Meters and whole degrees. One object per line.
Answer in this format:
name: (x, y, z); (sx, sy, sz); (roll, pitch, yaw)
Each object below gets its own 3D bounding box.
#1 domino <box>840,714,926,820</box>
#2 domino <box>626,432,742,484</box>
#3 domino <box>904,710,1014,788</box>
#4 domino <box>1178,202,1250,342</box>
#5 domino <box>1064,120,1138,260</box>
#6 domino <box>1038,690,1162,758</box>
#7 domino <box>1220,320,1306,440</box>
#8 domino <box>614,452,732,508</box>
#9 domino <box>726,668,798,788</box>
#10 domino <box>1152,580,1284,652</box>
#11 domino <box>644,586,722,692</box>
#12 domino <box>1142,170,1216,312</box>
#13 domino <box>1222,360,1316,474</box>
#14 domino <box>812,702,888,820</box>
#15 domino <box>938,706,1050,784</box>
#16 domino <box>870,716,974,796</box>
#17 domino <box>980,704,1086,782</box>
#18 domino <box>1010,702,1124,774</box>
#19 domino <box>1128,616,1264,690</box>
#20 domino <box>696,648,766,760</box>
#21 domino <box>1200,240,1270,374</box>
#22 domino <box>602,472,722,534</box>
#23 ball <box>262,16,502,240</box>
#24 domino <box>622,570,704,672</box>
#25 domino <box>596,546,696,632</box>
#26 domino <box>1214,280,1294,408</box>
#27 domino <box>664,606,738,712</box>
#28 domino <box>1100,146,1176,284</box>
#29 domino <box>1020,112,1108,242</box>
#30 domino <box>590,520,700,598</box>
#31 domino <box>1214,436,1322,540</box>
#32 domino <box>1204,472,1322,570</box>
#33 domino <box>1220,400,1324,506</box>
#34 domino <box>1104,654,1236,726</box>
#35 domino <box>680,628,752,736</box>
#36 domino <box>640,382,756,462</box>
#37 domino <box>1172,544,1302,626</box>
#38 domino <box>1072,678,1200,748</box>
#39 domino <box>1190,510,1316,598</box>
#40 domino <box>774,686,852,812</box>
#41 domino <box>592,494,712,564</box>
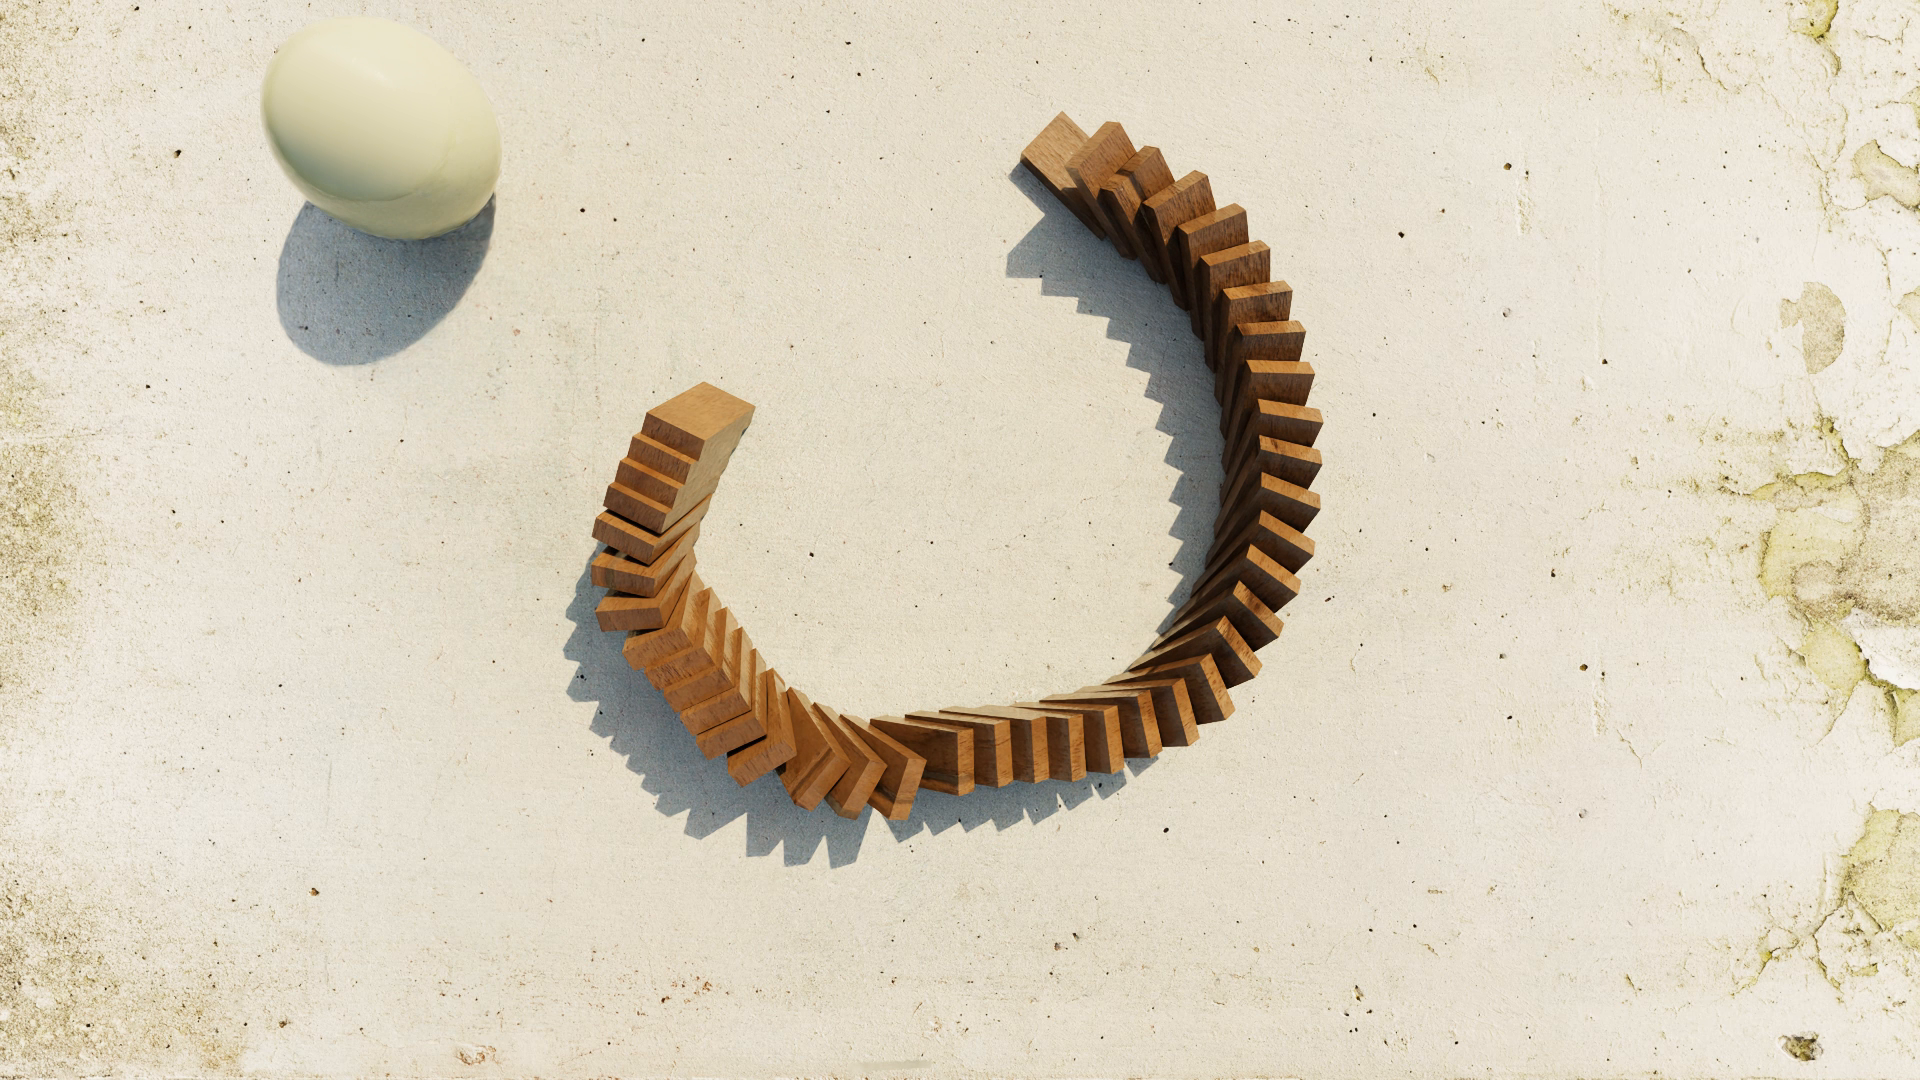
domino: (-0.036, 0.093, 0.378); (0.009, 0.050, 0.025); (18, 90, -42)
domino: (-0.111, -0.040, 0.375); (0.025, 0.050, 0.010); (26, 116, 0)
domino: (-0.001, 0.086, 0.380); (0.050, 0.009, 0.025); (-4, 90, 41)
domino: (0.107, -0.110, 0.380); (0.025, 0.009, 0.050); (-22, 131, 0)
domino: (0.067, -0.144, 0.380); (0.025, 0.010, 0.050); (-46, 128, 1)
domino: (0.057, 0.076, 0.379); (0.050, 0.010, 0.025); (-12, 91, 43)
domino: (0.125, -0.065, 0.380); (0.025, 0.010, 0.050); (-4, 131, 0)
domino: (-0.116, -0.031, 0.375); (0.025, 0.050, 0.009); (26, 116, 0)
domino: (-0.083, 0.076, 0.376); (0.025, 0.050, 0.010); (-31, 121, 0)
domino: (0.106, 0.040, 0.379); (0.025, 0.009, 0.050); (44, 134, 0)
domino: (-0.113, 0.039, 0.376); (0.025, 0.050, 0.010); (-24, 117, 0)
domino: (0.096, -0.123, 0.381); (0.025, 0.010, 0.050); (-32, 129, 0)
domino: (0.127, -0.050, 0.380); (0.025, 0.010, 0.050); (1, 130, 0)
domino: (-0.052, 0.090, 0.378); (0.010, 0.050, 0.025); (30, 90, -40)
domino: (0.013, 0.084, 0.380); (0.050, 0.010, 0.025); (-3, 90, 42)
domino: (-0.016, 0.089, 0.380); (0.050, 0.009, 0.025); (-1, 90, 41)
domino: (0.028, 0.083, 0.380); (0.050, 0.009, 0.025); (-4, 90, 43)
domino: (0.043, 0.081, 0.379); (0.050, 0.010, 0.025); (-7, 90, 43)
domino: (0.096, 0.053, 0.379); (0.025, 0.009, 0.050); (52, 135, 0)
domino: (-0.093, 0.066, 0.376); (0.025, 0.050, 0.010); (-24, 118, 0)
domino: (0.115, -0.096, 0.380); (0.025, 0.009, 0.050); (-16, 130, 0)
domino: (-0.121, -0.021, 0.375); (0.025, 0.050, 0.010); (26, 116, 0)
ball: (-0.224, -0.160, 0.360); (0.080, 0.080, 0.080); (0, 90, 0)
domino: (-0.121, 0.031, 0.375); (0.025, 0.050, 0.010); (-24, 117, 1)
domino: (-0.127, 0.019, 0.375); (0.025, 0.050, 0.009); (-4, 119, 2)
domino: (0.121, -0.081, 0.380); (0.025, 0.009, 0.050); (-8, 131, 0)
domino: (-0.105, 0.048, 0.376); (0.025, 0.050, 0.009); (-24, 117, 0)
domino: (0.081, -0.134, 0.381); (0.025, 0.009, 0.050); (-44, 128, 0)
domino: (0.053, -0.157, 0.395); (0.050, 0.010, 0.025); (44, 90, 0)
domino: (-0.128, 0.004, 0.376); (0.025, 0.050, 0.009); (12, 120, 0)
domino: (0.126, -0.018, 0.379); (0.025, 0.010, 0.050); (14, 133, 0)
domino: (0.124, -0.003, 0.379); (0.025, 0.010, 0.050); (21, 134, 0)
domino: (0.128, -0.033, 0.380); (0.025, 0.010, 0.050); (9, 133, 0)
domino: (0.085, 0.065, 0.379); (0.050, 0.009, 0.025); (-23, 91, 44)
domino: (-0.099, 0.057, 0.376); (0.025, 0.050, 0.010); (-24, 117, 0)
domino: (-0.106, -0.050, 0.375); (0.025, 0.050, 0.009); (26, 116, 0)
domino: (0.114, 0.026, 0.379); (0.025, 0.010, 0.050); (36, 133, 0)
domino: (0.072, 0.072, 0.379); (0.050, 0.009, 0.025); (-14, 92, 43)
domino: (0.120, 0.013, 0.379); (0.025, 0.009, 0.050); (31, 133, 0)
domino: (-0.066, 0.085, 0.378); (0.025, 0.050, 0.009); (-50, 130, 0)
domino: (-0.125, -0.010, 0.376); (0.025, 0.050, 0.009); (26, 119, 0)
